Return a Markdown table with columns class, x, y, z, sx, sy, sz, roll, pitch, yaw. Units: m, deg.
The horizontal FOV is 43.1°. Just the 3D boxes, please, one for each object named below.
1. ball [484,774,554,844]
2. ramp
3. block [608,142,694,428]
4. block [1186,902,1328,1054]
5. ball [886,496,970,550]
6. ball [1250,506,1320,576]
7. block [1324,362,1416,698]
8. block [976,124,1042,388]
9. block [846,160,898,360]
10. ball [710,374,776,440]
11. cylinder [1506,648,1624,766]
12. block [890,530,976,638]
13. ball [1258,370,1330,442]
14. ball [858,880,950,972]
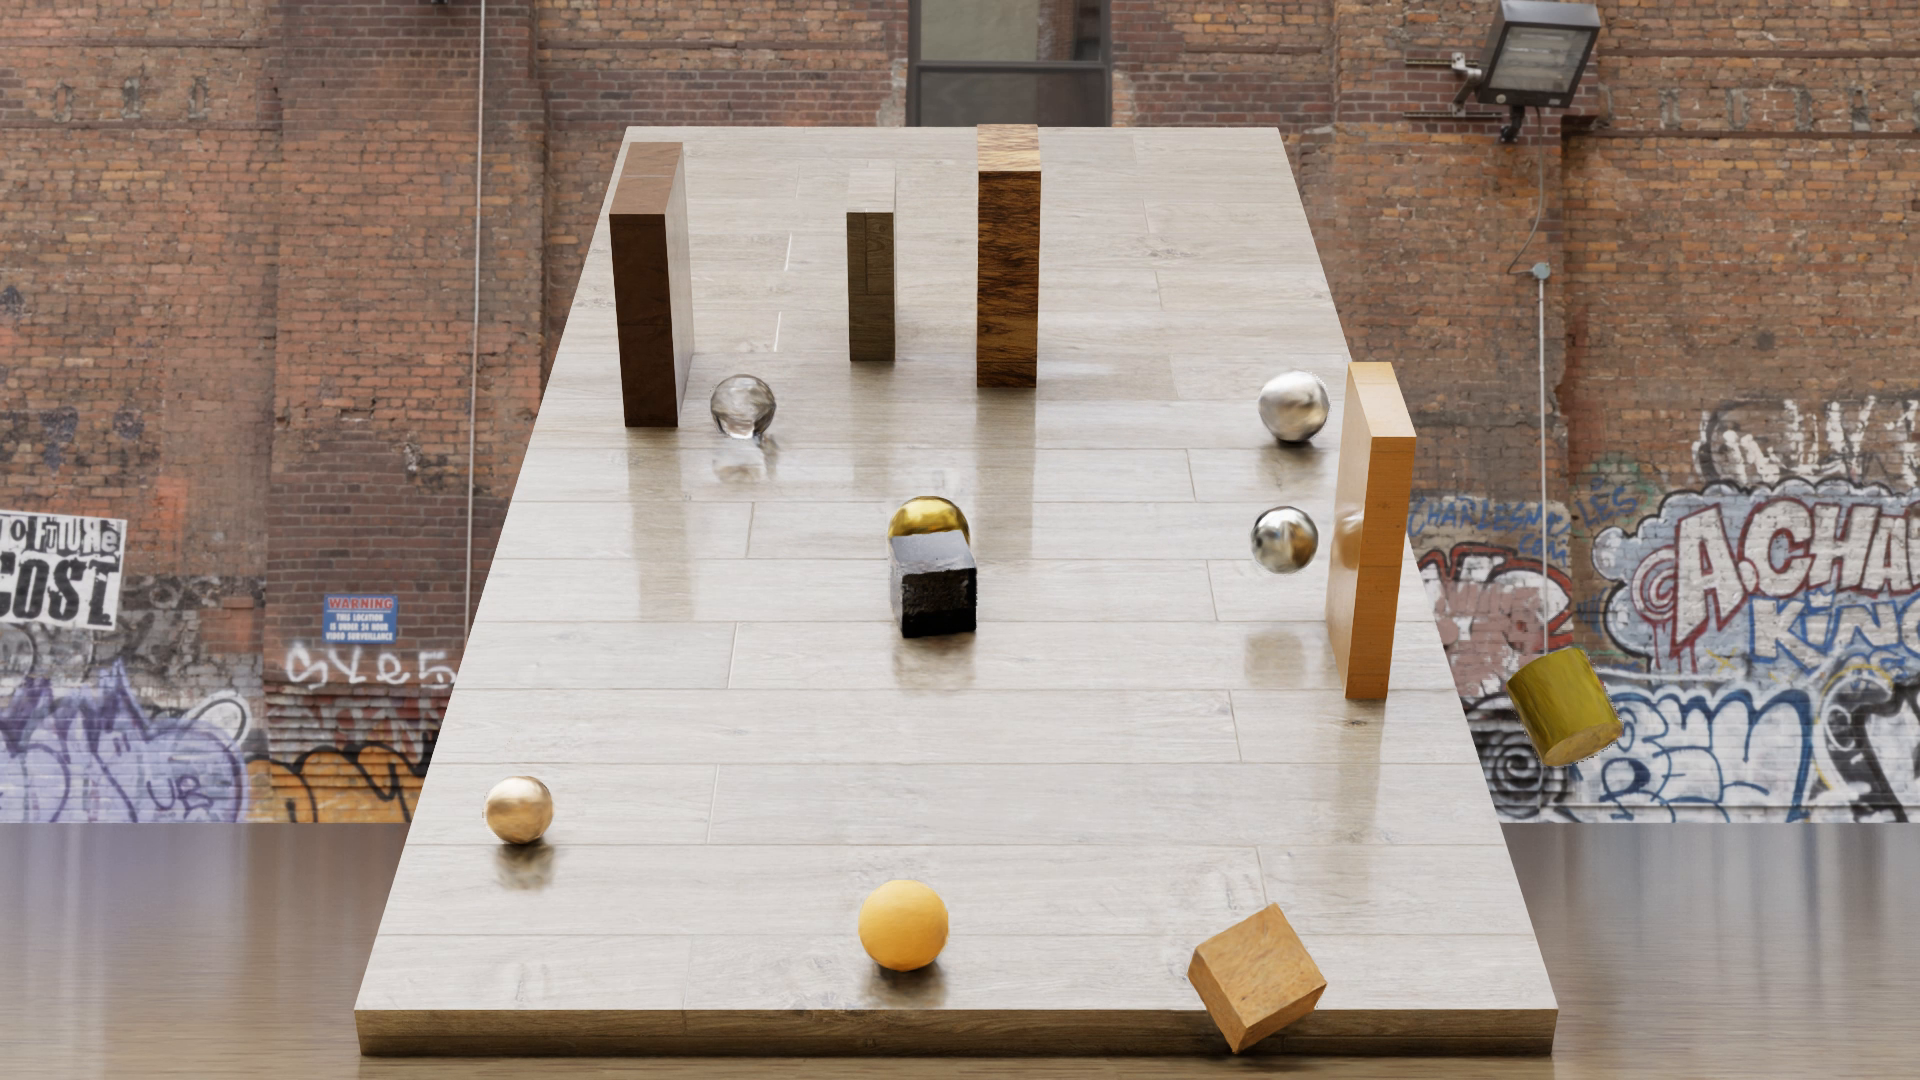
| class | x | y | z | sx | sy | sz | roll | pitch | yaw |
| --- | --- | --- | --- | --- | --- | --- | --- | --- | --- |
| ball | -0.797 | 0.488 | 4.393 | 0.124 | 0.124 | 0.124 | 0 | -6 | 0 |
| ramp | -0.014 | -0.203 | 5.774 | 2.000 | 0.100 | 4.000 | 0 | 31 | 0 |
| block | -0.735 | -0.617 | 5.832 | 0.127 | 0.547 | 0.440 | 0 | 31 | 0 |
| block | 0.475 | 0.705 | 3.904 | 0.151 | 0.151 | 0.151 | -26 | -24 | -14 |
| ball | -0.067 | -0.006 | 5.171 | 0.179 | 0.179 | 0.179 | 0 | -6 | 0 |
| ball | 0.673 | 0.001 | 5.040 | 0.144 | 0.144 | 0.144 | 0 | -6 | 0 |
| block | 0.805 | -0.018 | 4.796 | 0.083 | 0.590 | 0.308 | 0 | 31 | 0 |
| block | 0.115 | -0.695 | 5.948 | 0.147 | 0.568 | 0.300 | 0 | 31 | 0 |
| block | -0.220 | -0.706 | 6.127 | 0.114 | 0.401 | 0.329 | 0 | 31 | 0 |
| ball | -0.510 | -0.314 | 5.710 | 0.154 | 0.154 | 0.154 | 0 | -6 | 0 |
| cylinder | 1.189 | 0.330 | 4.779 | 0.169 | 0.169 | 0.169 | -16 | -28 | -9 |
| block | -0.057 | 0.091 | 5.034 | 0.153 | 0.153 | 0.153 | -6 | 31 | -10 |
| ball | 0.785 | -0.314 | 5.705 | 0.167 | 0.167 | 0.167 | 0 | -6 | 0 |
| ball | -0.095 | 0.650 | 4.096 | 0.154 | 0.154 | 0.154 | 0 | -6 | 0 |
